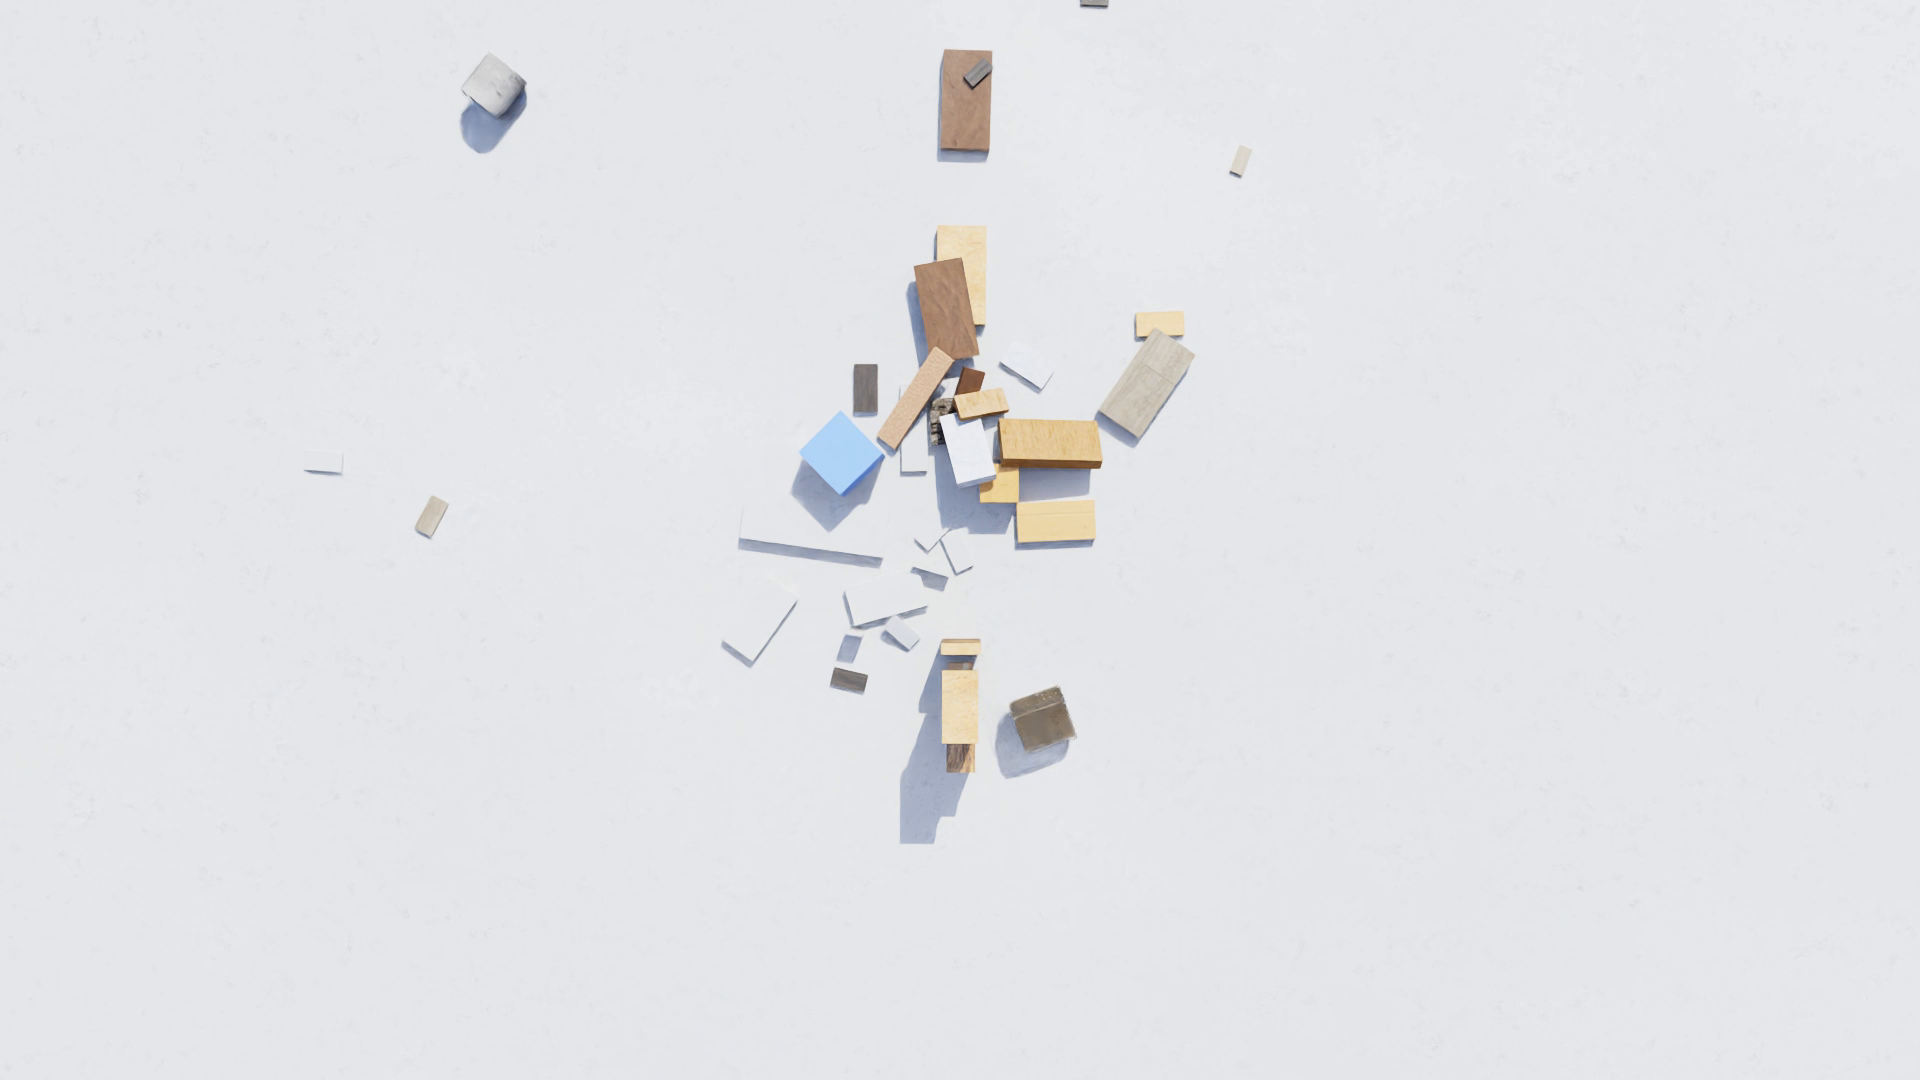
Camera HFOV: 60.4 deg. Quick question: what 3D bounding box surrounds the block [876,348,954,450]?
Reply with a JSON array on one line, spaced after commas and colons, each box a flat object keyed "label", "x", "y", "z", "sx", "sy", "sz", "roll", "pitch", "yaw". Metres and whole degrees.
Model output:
[{"label": "block", "x": -0.147, "y": -0.466, "z": 5.429, "sx": 0.079, "sy": 0.022, "sz": 0.357, "roll": 38, "pitch": 108, "yaw": 11}]

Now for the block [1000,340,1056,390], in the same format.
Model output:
[{"label": "block", "x": 0.224, "y": -0.583, "z": 5.488, "sx": 0.168, "sy": 0.024, "sz": 0.084, "roll": 34, "pitch": 90, "yaw": 0}]

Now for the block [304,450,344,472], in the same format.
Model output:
[{"label": "block", "x": -2.118, "y": -0.262, "z": 5.491, "sx": 0.125, "sy": 0.018, "sz": 0.063, "roll": 4, "pitch": 90, "yaw": 0}]

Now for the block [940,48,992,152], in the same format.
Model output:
[{"label": "block", "x": 0.022, "y": -1.459, "z": 5.477, "sx": 0.163, "sy": 0.046, "sz": 0.326, "roll": 2, "pitch": 90, "yaw": 0}]

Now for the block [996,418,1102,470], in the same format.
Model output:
[{"label": "block", "x": 0.294, "y": -0.316, "z": 5.410, "sx": 0.329, "sy": 0.047, "sz": 0.165, "roll": 1, "pitch": 56, "yaw": -9}]

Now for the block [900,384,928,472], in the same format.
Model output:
[{"label": "block", "x": -0.153, "y": -0.374, "z": 5.488, "sx": 0.084, "sy": 0.024, "sz": 0.290, "roll": -1, "pitch": 90, "yaw": 0}]

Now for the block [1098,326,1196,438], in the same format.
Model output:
[{"label": "block", "x": 0.618, "y": -0.522, "z": 5.465, "sx": 0.165, "sy": 0.047, "sz": 0.329, "roll": 34, "pitch": 93, "yaw": -2}]

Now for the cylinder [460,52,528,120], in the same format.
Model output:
[{"label": "cylinder", "x": -1.533, "y": -1.492, "z": 5.422, "sx": 0.154, "sy": 0.154, "sz": 0.154, "roll": 38, "pitch": 90, "yaw": 0}]

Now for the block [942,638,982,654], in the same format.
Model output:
[{"label": "block", "x": 0.004, "y": 0.347, "z": 5.373, "sx": 0.127, "sy": 0.254, "sz": 0.036, "roll": 0, "pitch": 90, "yaw": 0}]

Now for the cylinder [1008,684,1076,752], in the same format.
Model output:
[{"label": "cylinder", "x": 0.269, "y": 0.587, "z": 5.412, "sx": 0.177, "sy": 0.177, "sz": 0.177, "roll": -19, "pitch": 90, "yaw": 0}]

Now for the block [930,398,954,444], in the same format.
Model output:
[{"label": "block", "x": -0.059, "y": -0.393, "z": 5.467, "sx": 0.076, "sy": 0.022, "sz": 0.152, "roll": -2, "pitch": 90, "yaw": -1}]

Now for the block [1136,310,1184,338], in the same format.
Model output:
[{"label": "block", "x": 0.666, "y": -0.719, "z": 5.489, "sx": 0.158, "sy": 0.022, "sz": 0.079, "roll": -2, "pitch": 90, "yaw": 0}]

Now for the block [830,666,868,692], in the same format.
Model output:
[{"label": "block", "x": -0.368, "y": 0.464, "z": 5.492, "sx": 0.117, "sy": 0.017, "sz": 0.059, "roll": 13, "pitch": 90, "yaw": 0}]

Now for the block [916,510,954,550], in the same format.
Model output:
[{"label": "block", "x": -0.085, "y": -0.032, "z": 5.491, "sx": 0.063, "sy": 0.018, "sz": 0.127, "roll": 43, "pitch": 90, "yaw": 0}]

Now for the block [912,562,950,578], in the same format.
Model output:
[{"label": "block", "x": -0.094, "y": 0.096, "z": 5.468, "sx": 0.127, "sy": 0.063, "sz": 0.018, "roll": 16, "pitch": 90, "yaw": 0}]

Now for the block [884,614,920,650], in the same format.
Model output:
[{"label": "block", "x": -0.193, "y": 0.304, "z": 5.473, "sx": 0.117, "sy": 0.017, "sz": 0.059, "roll": 43, "pitch": 90, "yaw": -18}]

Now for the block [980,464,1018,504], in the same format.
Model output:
[{"label": "block", "x": 0.128, "y": -0.186, "z": 5.437, "sx": 0.125, "sy": 0.125, "sz": 0.125, "roll": 0, "pitch": 90, "yaw": 0}]

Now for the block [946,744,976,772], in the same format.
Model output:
[{"label": "block", "x": 0.003, "y": 0.654, "z": 5.302, "sx": 0.092, "sy": 0.026, "sz": 0.185, "roll": 0, "pitch": 90, "yaw": 0}]

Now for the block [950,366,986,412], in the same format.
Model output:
[{"label": "block", "x": 0.025, "y": -0.491, "z": 5.442, "sx": 0.076, "sy": 0.022, "sz": 0.152, "roll": 11, "pitch": 103, "yaw": -25}]

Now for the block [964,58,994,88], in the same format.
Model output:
[{"label": "block", "x": 0.061, "y": -1.544, "z": 5.447, "sx": 0.093, "sy": 0.013, "sz": 0.046, "roll": -43, "pitch": 90, "yaw": 0}]

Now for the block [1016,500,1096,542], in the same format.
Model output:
[{"label": "block", "x": 0.319, "y": -0.063, "z": 5.482, "sx": 0.258, "sy": 0.037, "sz": 0.129, "roll": -3, "pitch": 91, "yaw": 0}]

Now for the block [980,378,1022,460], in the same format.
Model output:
[{"label": "block", "x": 0.141, "y": -0.403, "z": 5.482, "sx": 0.129, "sy": 0.037, "sz": 0.258, "roll": -8, "pitch": 90, "yaw": 0}]

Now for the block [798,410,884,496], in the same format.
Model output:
[{"label": "block", "x": -0.386, "y": -0.281, "z": 5.403, "sx": 0.194, "sy": 0.194, "sz": 0.194, "roll": -45, "pitch": 90, "yaw": 0}]

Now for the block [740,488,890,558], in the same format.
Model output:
[{"label": "block", "x": -0.481, "y": -0.056, "z": 5.477, "sx": 0.479, "sy": 0.047, "sz": 0.165, "roll": 8, "pitch": 90, "yaw": 0}]

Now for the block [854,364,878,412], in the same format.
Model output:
[{"label": "block", "x": -0.312, "y": -0.505, "z": 5.489, "sx": 0.079, "sy": 0.022, "sz": 0.158, "roll": 0, "pitch": 90, "yaw": 0}]

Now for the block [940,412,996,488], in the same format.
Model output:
[{"label": "block", "x": 0.026, "y": -0.301, "z": 5.384, "sx": 0.129, "sy": 0.037, "sz": 0.258, "roll": -14, "pitch": 63, "yaw": -1}]

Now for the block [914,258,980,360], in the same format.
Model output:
[{"label": "block", "x": -0.044, "y": -0.753, "z": 5.431, "sx": 0.163, "sy": 0.046, "sz": 0.326, "roll": -10, "pitch": 90, "yaw": 0}]

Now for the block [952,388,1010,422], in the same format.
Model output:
[{"label": "block", "x": 0.069, "y": -0.446, "z": 5.416, "sx": 0.168, "sy": 0.024, "sz": 0.084, "roll": -12, "pitch": 68, "yaw": -15}]

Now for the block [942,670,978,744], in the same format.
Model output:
[{"label": "block", "x": 0.001, "y": 0.510, "z": 5.051, "sx": 0.111, "sy": 0.031, "sz": 0.222, "roll": 0, "pitch": 90, "yaw": 0}]

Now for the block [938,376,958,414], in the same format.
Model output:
[{"label": "block", "x": -0.025, "y": -0.462, "z": 5.489, "sx": 0.076, "sy": 0.022, "sz": 0.152, "roll": -12, "pitch": 90, "yaw": 0}]

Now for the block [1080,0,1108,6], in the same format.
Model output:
[{"label": "block", "x": 0.449, "y": -1.803, "z": 5.493, "sx": 0.093, "sy": 0.013, "sz": 0.046, "roll": 2, "pitch": 90, "yaw": 0}]

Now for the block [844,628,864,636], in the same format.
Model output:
[{"label": "block", "x": -0.348, "y": 0.303, "z": 5.441, "sx": 0.059, "sy": 0.117, "sz": 0.017, "roll": 10, "pitch": 90, "yaw": 0}]

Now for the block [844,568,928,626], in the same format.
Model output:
[{"label": "block", "x": -0.243, "y": 0.189, "z": 5.482, "sx": 0.254, "sy": 0.036, "sz": 0.127, "roll": -15, "pitch": 90, "yaw": 0}]

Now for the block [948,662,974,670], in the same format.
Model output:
[{"label": "block", "x": 0.002, "y": 0.476, "z": 5.327, "sx": 0.081, "sy": 0.023, "sz": 0.161, "roll": 0, "pitch": 90, "yaw": 0}]

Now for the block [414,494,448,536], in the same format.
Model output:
[{"label": "block", "x": -1.758, "y": -0.081, "z": 5.491, "sx": 0.063, "sy": 0.018, "sz": 0.125, "roll": 28, "pitch": 90, "yaw": 0}]

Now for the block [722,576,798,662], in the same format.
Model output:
[{"label": "block", "x": -0.664, "y": 0.262, "z": 5.482, "sx": 0.127, "sy": 0.036, "sz": 0.254, "roll": 36, "pitch": 90, "yaw": 0}]

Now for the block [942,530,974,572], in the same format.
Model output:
[{"label": "block", "x": -0.008, "y": 0.038, "z": 5.491, "sx": 0.063, "sy": 0.018, "sz": 0.127, "roll": -24, "pitch": 90, "yaw": 0}]

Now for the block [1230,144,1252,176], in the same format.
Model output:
[{"label": "block", "x": 0.936, "y": -1.264, "z": 5.493, "sx": 0.046, "sy": 0.013, "sz": 0.093, "roll": 21, "pitch": 90, "yaw": 0}]

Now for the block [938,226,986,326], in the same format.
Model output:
[{"label": "block", "x": 0.005, "y": -0.877, "z": 5.477, "sx": 0.163, "sy": 0.046, "sz": 0.326, "roll": 1, "pitch": 90, "yaw": 0}]
